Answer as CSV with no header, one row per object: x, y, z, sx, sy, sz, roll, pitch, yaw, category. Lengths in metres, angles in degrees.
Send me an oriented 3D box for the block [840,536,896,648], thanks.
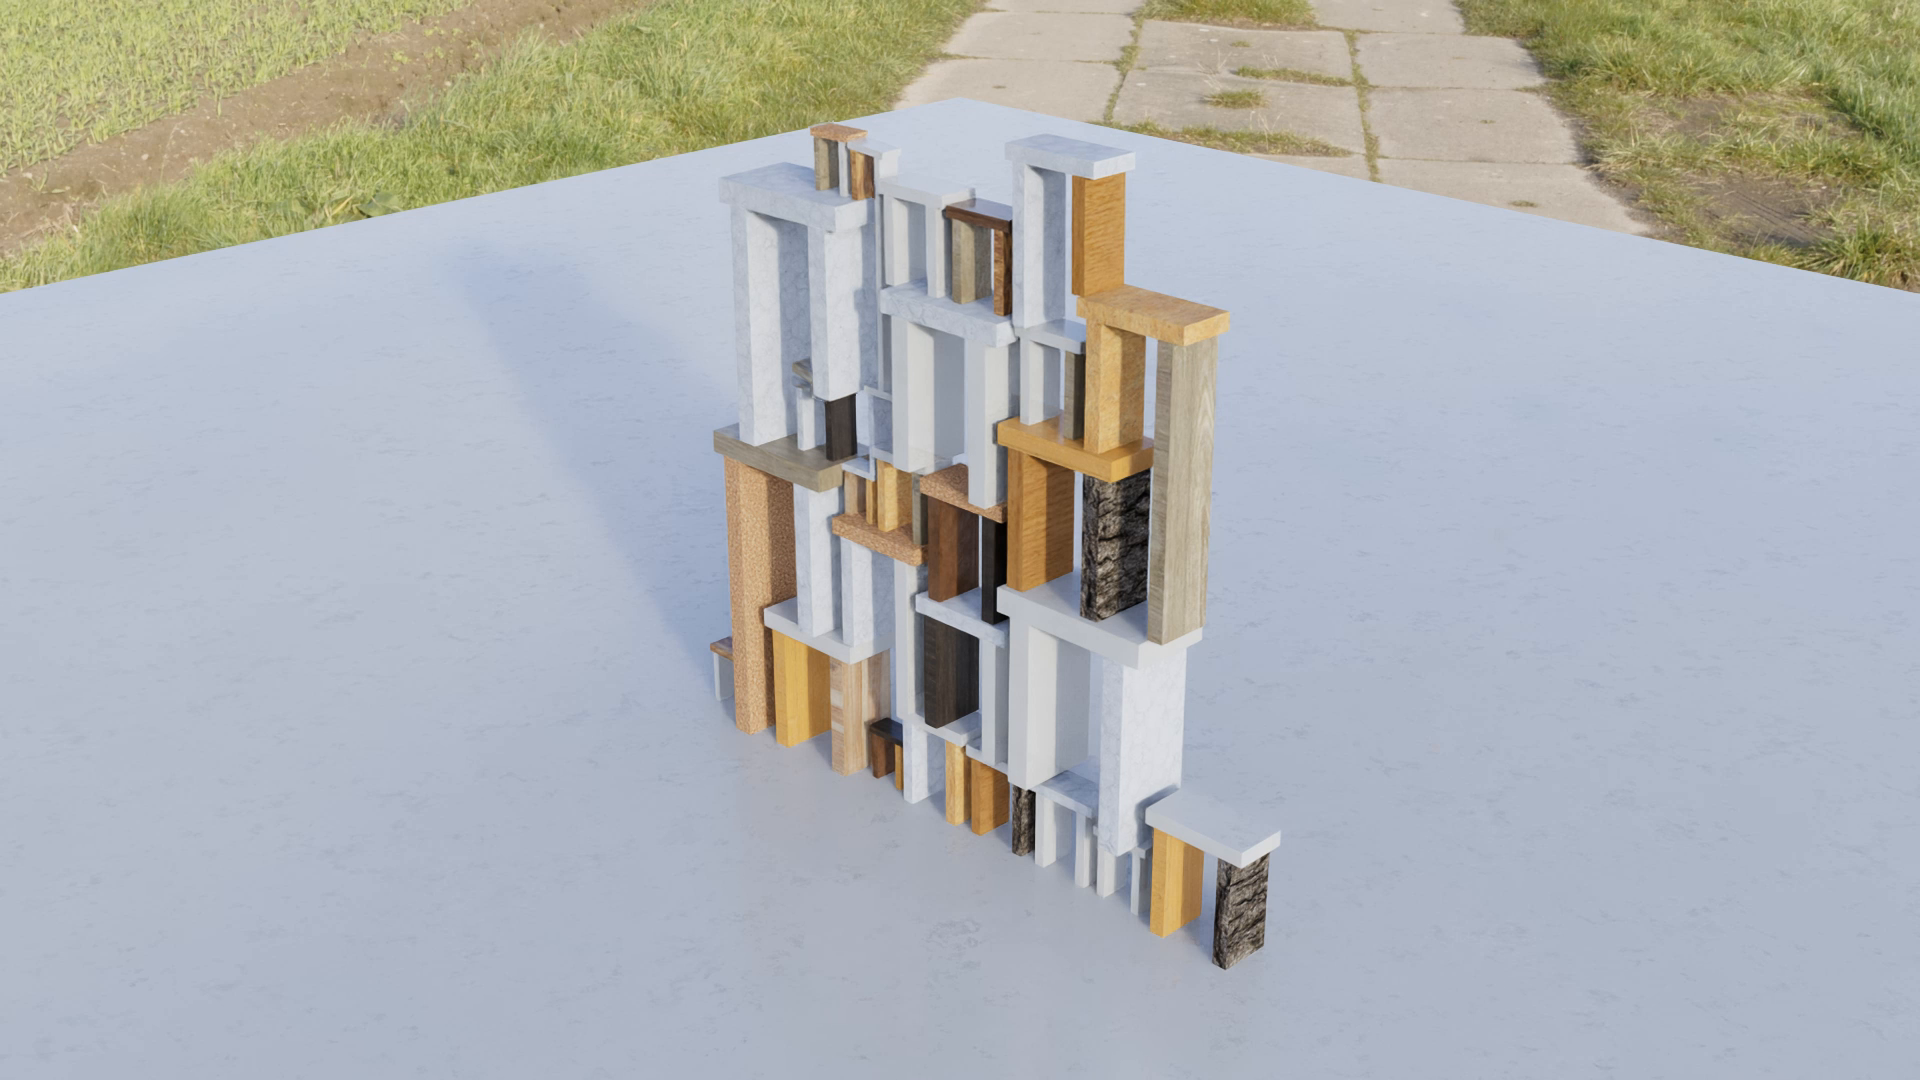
-0.185,0.089,4.463,0.033,0.235,0.117,21,31,41,block

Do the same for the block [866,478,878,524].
-0.164,-0.083,4.362,0.047,0.094,0.013,-22,32,-40,block

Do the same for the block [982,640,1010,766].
0.096,0.296,4.243,0.119,0.259,0.034,-21,31,-41,block

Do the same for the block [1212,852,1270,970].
0.504,0.651,3.945,0.031,0.220,0.110,21,31,41,block

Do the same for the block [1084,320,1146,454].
0.269,-0.278,3.809,0.034,0.237,0.118,21,31,41,block

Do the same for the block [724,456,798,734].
-0.413,0.101,4.708,0.164,0.636,0.047,-21,31,-41,block

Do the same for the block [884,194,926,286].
-0.101,-0.564,4.086,0.024,0.169,0.085,20,31,40,block

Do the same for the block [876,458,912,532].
-0.128,-0.097,4.325,0.021,0.149,0.075,22,31,40,block

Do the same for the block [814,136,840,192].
-0.253,-0.721,4.186,0.052,0.104,0.015,-23,32,-40,block

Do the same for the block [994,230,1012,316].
0.095,-0.482,3.911,0.022,0.155,0.077,21,31,41,block

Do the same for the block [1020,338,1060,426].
0.144,-0.293,3.941,0.081,0.161,0.023,-21,30,-40,block

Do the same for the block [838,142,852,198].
-0.204,-0.703,4.141,0.052,0.103,0.015,-22,32,-40,block

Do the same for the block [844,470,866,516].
-0.209,-0.100,4.402,0.013,0.094,0.047,22,31,40,block

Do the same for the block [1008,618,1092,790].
0.170,0.284,4.160,0.173,0.347,0.049,-21,31,-40,block

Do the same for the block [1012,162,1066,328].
0.139,-0.523,3.845,0.103,0.292,0.029,-21,30,-39,block

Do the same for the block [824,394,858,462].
-0.237,-0.228,4.383,0.066,0.131,0.019,-21,30,-41,block

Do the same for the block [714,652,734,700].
-0.521,0.296,4.915,0.016,0.116,0.058,21,31,41,block

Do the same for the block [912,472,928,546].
-0.058,-0.069,4.261,0.021,0.149,0.075,22,31,40,block

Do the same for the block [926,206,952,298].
-0.022,-0.533,4.012,0.085,0.169,0.024,-22,31,-40,block

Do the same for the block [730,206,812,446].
-0.372,-0.446,4.434,0.171,0.492,0.048,-22,32,-40,block

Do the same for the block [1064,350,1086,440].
0.220,-0.263,3.870,0.081,0.161,0.023,-21,31,-40,block

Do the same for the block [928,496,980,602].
-0.012,0.003,4.239,0.108,0.215,0.030,-21,31,-41,block

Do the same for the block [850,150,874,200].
-0.181,-0.687,4.115,0.047,0.094,0.013,-23,31,-40,block

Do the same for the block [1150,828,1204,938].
0.401,0.610,4.041,0.031,0.220,0.110,21,31,41,block

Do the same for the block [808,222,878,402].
-0.209,-0.456,4.256,0.171,0.342,0.048,-23,33,-40,block

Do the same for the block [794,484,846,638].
-0.259,0.020,4.505,0.047,0.328,0.164,21,31,41,block

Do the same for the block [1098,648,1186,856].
0.333,0.369,4.017,0.173,0.392,0.049,-21,31,-40,block

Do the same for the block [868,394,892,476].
-0.154,-0.212,4.301,0.015,0.166,0.051,21,31,41,block

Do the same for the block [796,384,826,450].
-0.298,-0.252,4.439,0.019,0.131,0.066,22,31,41,block

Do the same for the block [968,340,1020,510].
0.083,-0.229,4.027,0.043,0.317,0.150,21,32,40,block

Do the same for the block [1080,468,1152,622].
0.277,-0.003,3.915,0.137,0.274,0.039,-21,31,-40,block

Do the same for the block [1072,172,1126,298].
0.236,-0.526,3.740,0.103,0.206,0.029,-22,30,-41,block

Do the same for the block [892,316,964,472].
-0.059,-0.292,4.154,0.043,0.301,0.150,22,32,40,block

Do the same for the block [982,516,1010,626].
0.089,0.043,4.145,0.108,0.215,0.030,-21,31,-41,block

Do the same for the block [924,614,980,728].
-0.016,0.242,4.342,0.119,0.239,0.034,-21,31,-41,block

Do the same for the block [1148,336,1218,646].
0.381,-0.090,3.766,0.118,0.550,0.034,-21,31,-40,block

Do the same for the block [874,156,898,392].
-0.136,-0.501,4.149,0.013,0.454,0.047,20,31,39,block

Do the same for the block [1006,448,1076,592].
0.149,-0.054,4.035,0.137,0.275,0.039,-21,31,-40,block

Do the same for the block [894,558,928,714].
-0.074,0.176,4.380,0.033,0.330,0.117,21,31,41,block

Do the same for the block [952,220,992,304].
0.022,-0.511,3.978,0.077,0.155,0.022,-22,31,-40,block
